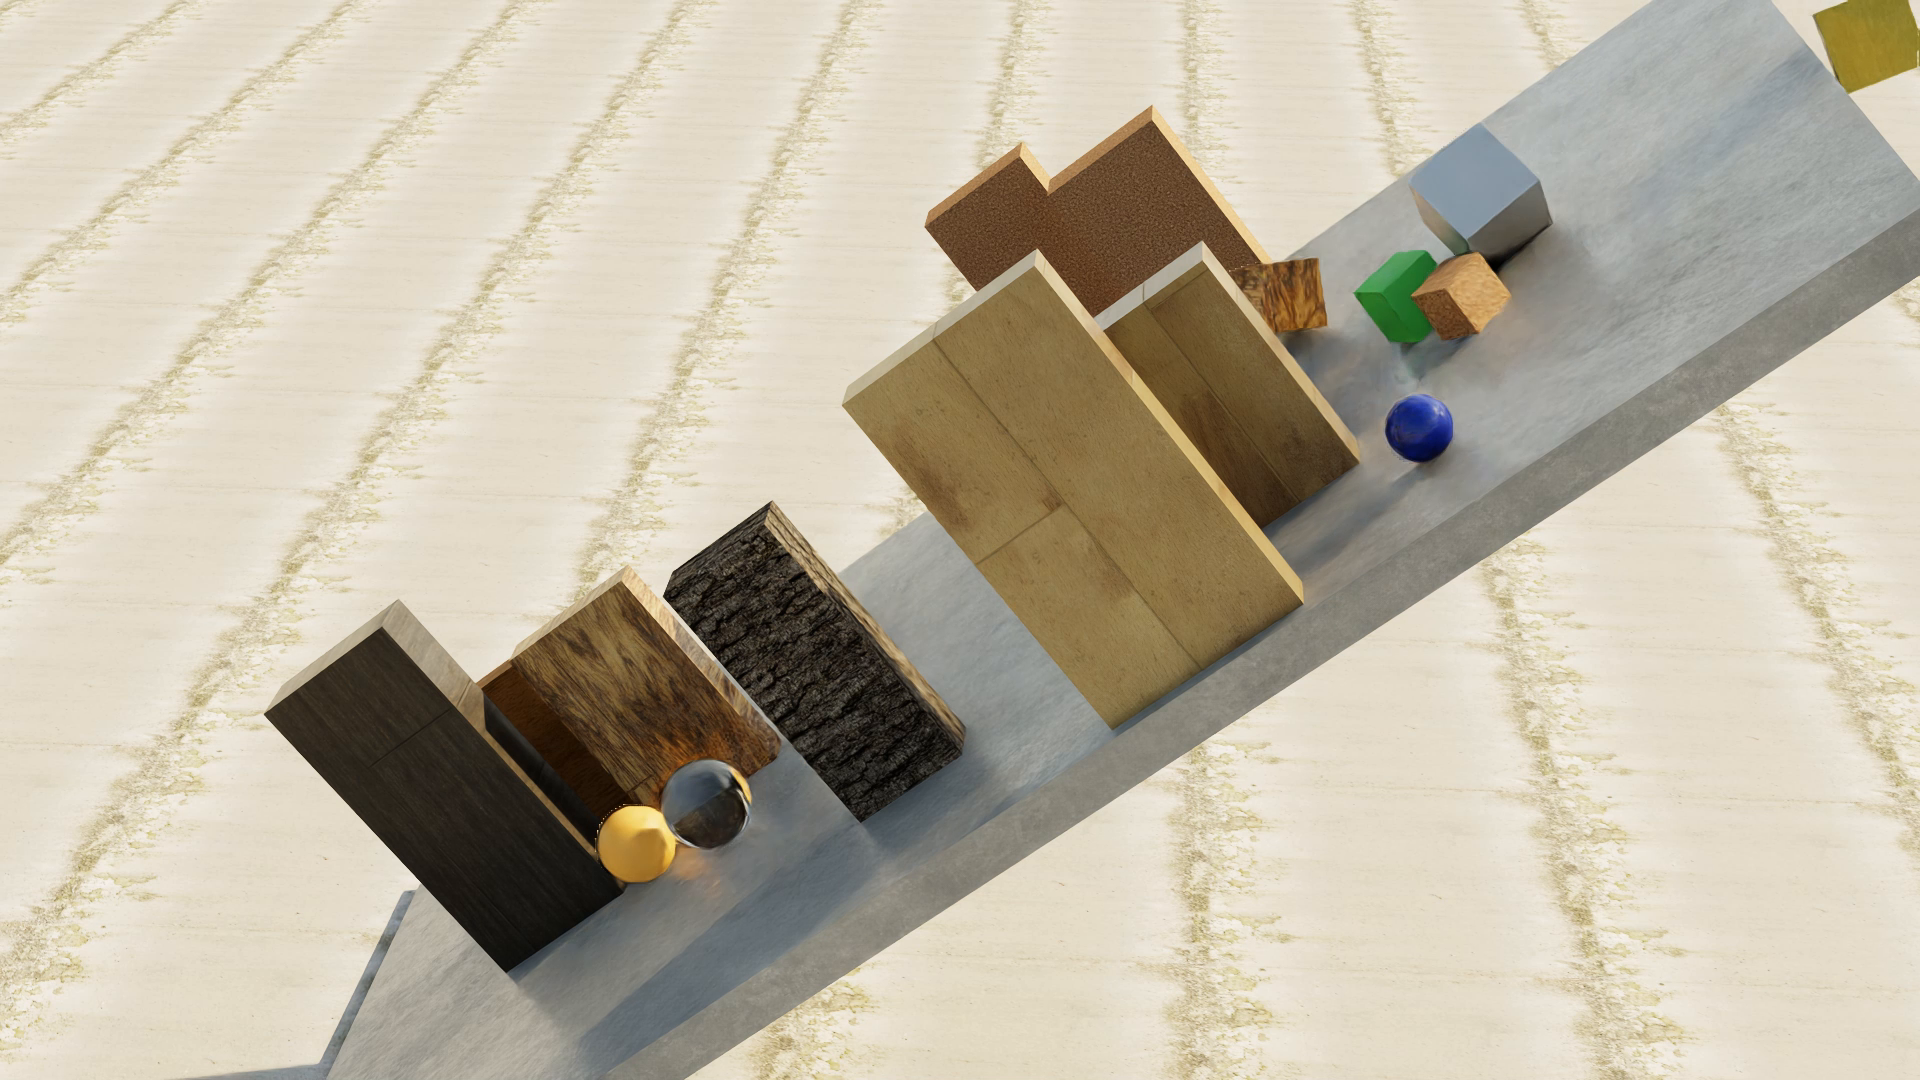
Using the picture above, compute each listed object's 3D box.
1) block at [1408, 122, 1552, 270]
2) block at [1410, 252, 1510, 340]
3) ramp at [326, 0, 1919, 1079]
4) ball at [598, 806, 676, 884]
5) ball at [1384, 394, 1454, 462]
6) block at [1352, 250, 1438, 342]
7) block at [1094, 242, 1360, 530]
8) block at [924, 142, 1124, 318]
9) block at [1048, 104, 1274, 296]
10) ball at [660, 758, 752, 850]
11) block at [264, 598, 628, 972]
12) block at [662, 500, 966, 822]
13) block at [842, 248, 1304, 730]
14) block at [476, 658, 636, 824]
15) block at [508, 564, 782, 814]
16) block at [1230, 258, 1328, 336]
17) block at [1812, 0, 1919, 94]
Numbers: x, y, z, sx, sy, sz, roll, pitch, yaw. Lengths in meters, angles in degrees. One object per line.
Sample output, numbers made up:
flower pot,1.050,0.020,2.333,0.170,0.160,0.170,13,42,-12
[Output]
block,1.047,-0.680,5.914,0.186,0.186,0.186,-40,61,1
block,0.984,-0.479,5.780,0.114,0.114,0.114,-46,17,-23
ramp,0.126,0.181,6.329,4.000,0.100,2.000,-35,16,17
ball,-0.703,0.662,6.404,0.170,0.170,0.170,0,23,0
ball,0.834,-0.203,5.343,0.124,0.124,0.124,0,23,0
block,0.908,-0.493,5.964,0.131,0.131,0.131,-43,16,-11
block,0.447,-0.244,5.640,0.414,0.503,0.123,-35,16,17
block,0.220,-0.604,6.952,0.282,0.614,0.126,-35,16,17
block,0.482,-0.660,6.610,0.290,0.557,0.132,-35,16,17
ball,-0.539,0.561,6.258,0.194,0.194,0.194,0,23,0
block,-1.120,0.549,6.498,0.354,0.800,0.146,-35,16,17
block,-0.281,0.242,5.769,0.257,0.611,0.121,-35,16,17
block,0.205,-0.080,5.218,0.425,0.784,0.097,-35,16,17
block,-0.929,0.487,6.837,0.432,0.475,0.080,-35,16,17
block,-0.698,0.359,6.548,0.331,0.535,0.089,-35,16,17
block,0.690,-0.523,6.389,0.148,0.148,0.148,-9,1,-19
block,1.767,-0.974,5.709,0.167,0.167,0.167,-21,4,17
